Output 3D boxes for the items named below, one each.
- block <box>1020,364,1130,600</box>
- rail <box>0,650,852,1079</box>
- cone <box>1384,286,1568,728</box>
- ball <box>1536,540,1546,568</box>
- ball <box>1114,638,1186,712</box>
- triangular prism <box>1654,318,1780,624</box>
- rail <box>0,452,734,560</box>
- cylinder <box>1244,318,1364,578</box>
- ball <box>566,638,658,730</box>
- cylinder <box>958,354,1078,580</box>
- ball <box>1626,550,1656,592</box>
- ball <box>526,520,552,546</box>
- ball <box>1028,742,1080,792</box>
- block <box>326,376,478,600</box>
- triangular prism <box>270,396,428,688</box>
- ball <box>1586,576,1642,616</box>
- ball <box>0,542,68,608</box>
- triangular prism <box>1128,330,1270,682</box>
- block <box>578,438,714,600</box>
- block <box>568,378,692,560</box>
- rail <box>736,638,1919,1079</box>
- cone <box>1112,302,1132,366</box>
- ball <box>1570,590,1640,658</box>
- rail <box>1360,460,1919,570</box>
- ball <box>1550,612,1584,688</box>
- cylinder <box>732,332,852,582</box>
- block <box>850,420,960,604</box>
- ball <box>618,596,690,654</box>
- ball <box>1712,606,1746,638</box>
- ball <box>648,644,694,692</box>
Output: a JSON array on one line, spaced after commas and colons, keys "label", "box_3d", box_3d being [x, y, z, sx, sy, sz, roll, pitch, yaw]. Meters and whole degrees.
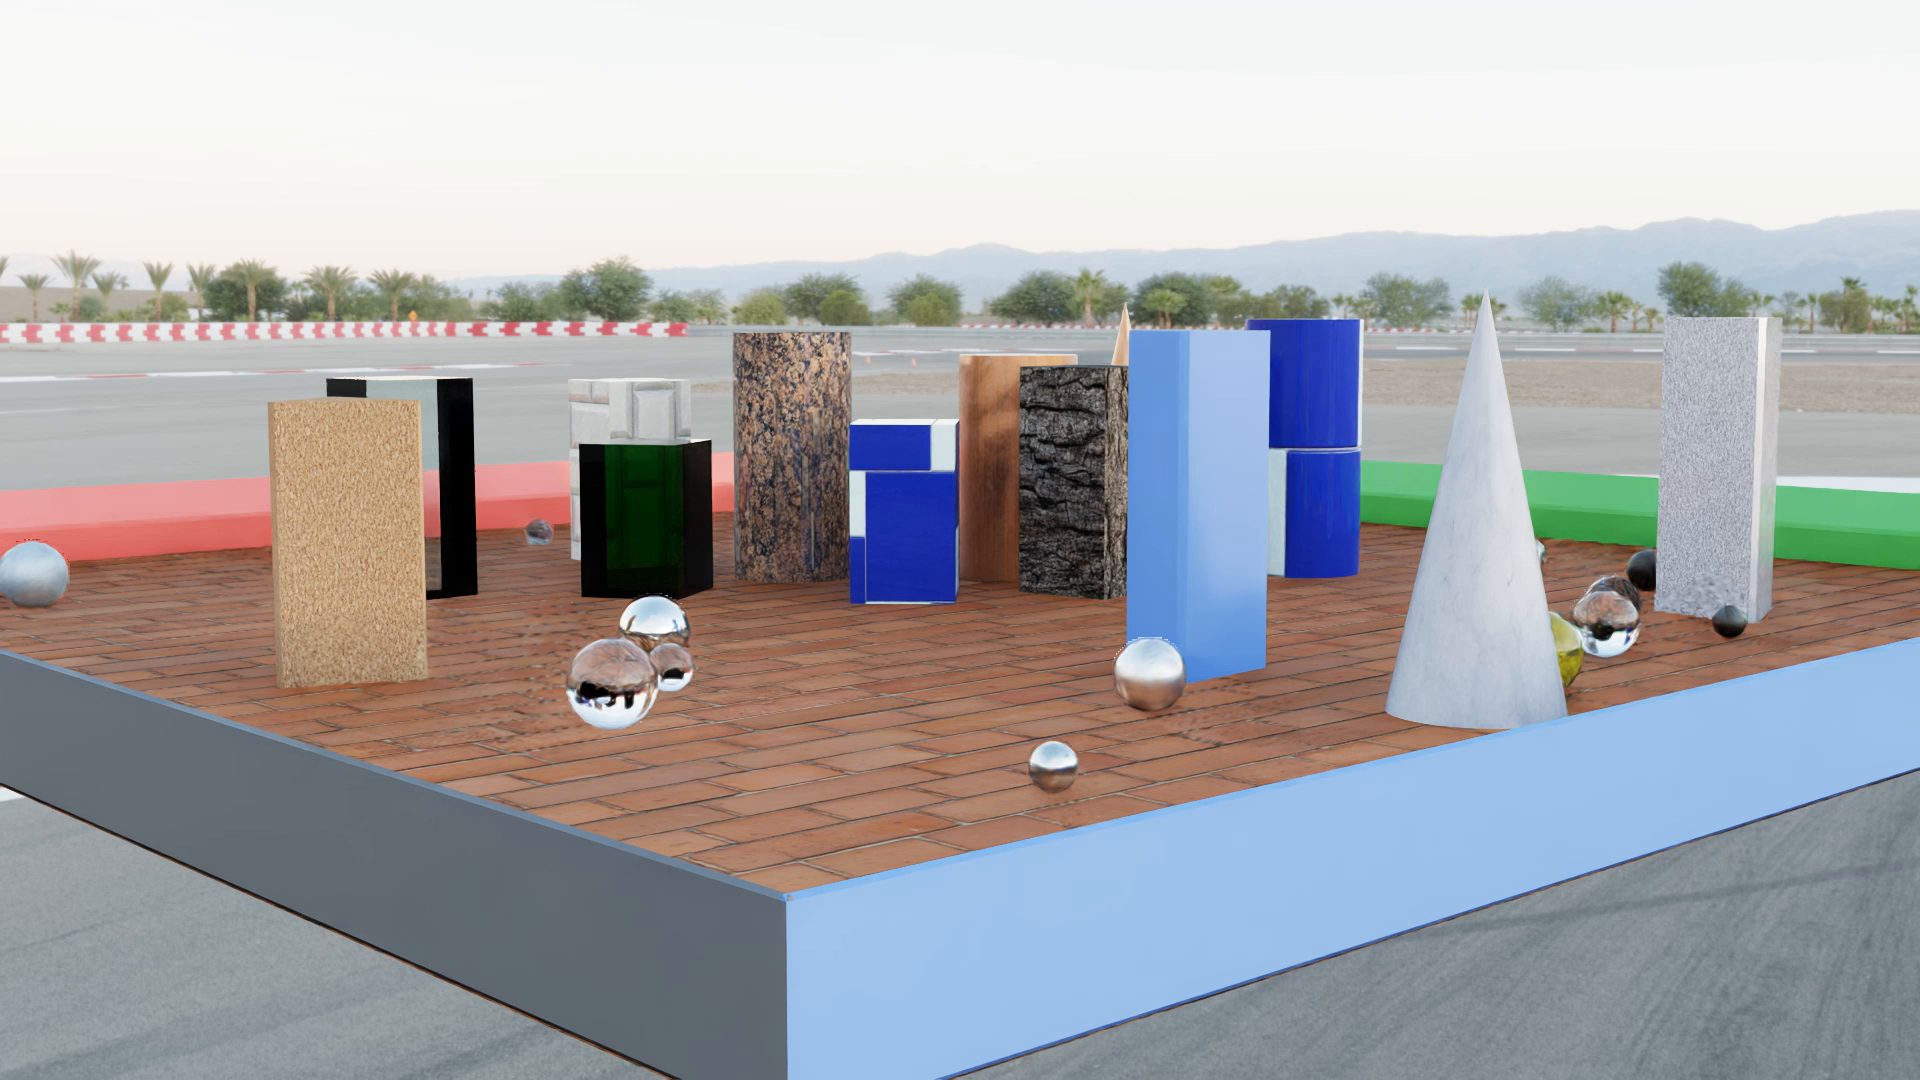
[{"label": "block", "box_3d": [0.206, -0.097, 3.495, 0.160, 0.358, 0.160, 4, 7, 36]}, {"label": "rail", "box_3d": [-1.106, 0.139, 2.316, 0.045, 0.130, 3.039, -5, 8, -42]}, {"label": "cone", "box_3d": [0.575, -0.044, 2.427, 0.200, 0.474, 0.200, 0, 6, 0]}, {"label": "ball", "box_3d": [0.976, 0.026, 3.769, 0.057, 0.057, 0.057, 0, 6, 0]}, {"label": "ball", "box_3d": [0.212, 0.151, 2.450, 0.081, 0.081, 0.081, 0, 6, 0]}, {"label": "triangular prism", "box_3d": [1.147, -0.108, 3.229, 0.150, 0.435, 0.173, -4, 7, -33]}, {"label": "rail", "box_3d": [-1.014, -0.080, 4.425, 3.058, 0.130, 0.045, -5, 8, -42]}, {"label": "cylinder", "box_3d": [0.584, -0.161, 3.755, 0.200, 0.431, 0.200, 0, 6, 0]}, {"label": "ball", "box_3d": [-0.371, 0.153, 2.347, 0.098, 0.098, 0.098, 0, 6, 0]}, {"label": "cylinder", "box_3d": [0.098, -0.127, 3.720, 0.200, 0.372, 0.200, 0, 6, 0]}, {"label": "ball", "box_3d": [1.096, 0.049, 3.500, 0.067, 0.067, 0.067, 0, 6, 0]}, {"label": "ball", "box_3d": [-0.799, -0.014, 4.176, 0.052, 0.052, 0.052, 0, 6, 0]}, {"label": "ball", "box_3d": [0.087, 0.211, 2.040, 0.048, 0.048, 0.048, 0, 6, 0]}, {"label": "block", "box_3d": [-0.873, -0.083, 3.445, 0.160, 0.341, 0.160, 5, 8, 42]}, {"label": "triangular prism", "box_3d": [-0.757, -0.003, 2.691, 0.173, 0.338, 0.150, -3, 6, -23]}, {"label": "ball", "box_3d": [0.910, 0.089, 3.065, 0.077, 0.077, 0.077, 0, 6, 0]}, {"label": "ball", "box_3d": [-1.394, 0.053, 3.306, 0.100, 0.100, 0.100, 0, 6, 0]}, {"label": "triangular prism", "box_3d": [0.269, -0.049, 2.727, 0.150, 0.421, 0.173, 5, 8, 43]}, {"label": "block", "box_3d": [-0.495, -0.036, 3.481, 0.160, 0.240, 0.160, 1, 6, 13]}, {"label": "block", "box_3d": [-0.590, -0.125, 3.934, 0.160, 0.323, 0.160, -4, 7, -36]}, {"label": "rail", "box_3d": [1.014, 0.148, 2.238, 3.058, 0.130, 0.045, -5, 8, -42]}, {"label": "cone", "box_3d": [0.299, -0.202, 3.995, 0.200, 0.463, 0.200, 0, 6, 0]}, {"label": "ball", "box_3d": [0.832, 0.108, 2.837, 0.086, 0.086, 0.086, 0, 6, 0]}, {"label": "rail", "box_3d": [1.106, -0.072, 4.347, 0.045, 0.130, 3.039, -5, 8, -42]}, {"label": "ball", "box_3d": [0.674, 0.131, 2.556, 0.099, 0.099, 0.099, 0, 6, 0]}, {"label": "cylinder", "box_3d": [-0.281, -0.144, 3.693, 0.200, 0.410, 0.200, 0, 6, 0]}, {"label": "block", "box_3d": [-0.084, -0.047, 3.420, 0.160, 0.274, 0.160, 0, 6, 3]}, {"label": "ball", "box_3d": [-0.383, 0.115, 2.755, 0.090, 0.090, 0.090, 0, 6, 0]}, {"label": "ball", "box_3d": [1.051, 0.112, 3.005, 0.044, 0.044, 0.044, 0, 6, 0]}, {"label": "ball", "box_3d": [-0.341, 0.150, 2.578, 0.057, 0.057, 0.057, 0, 6, 0]}]
